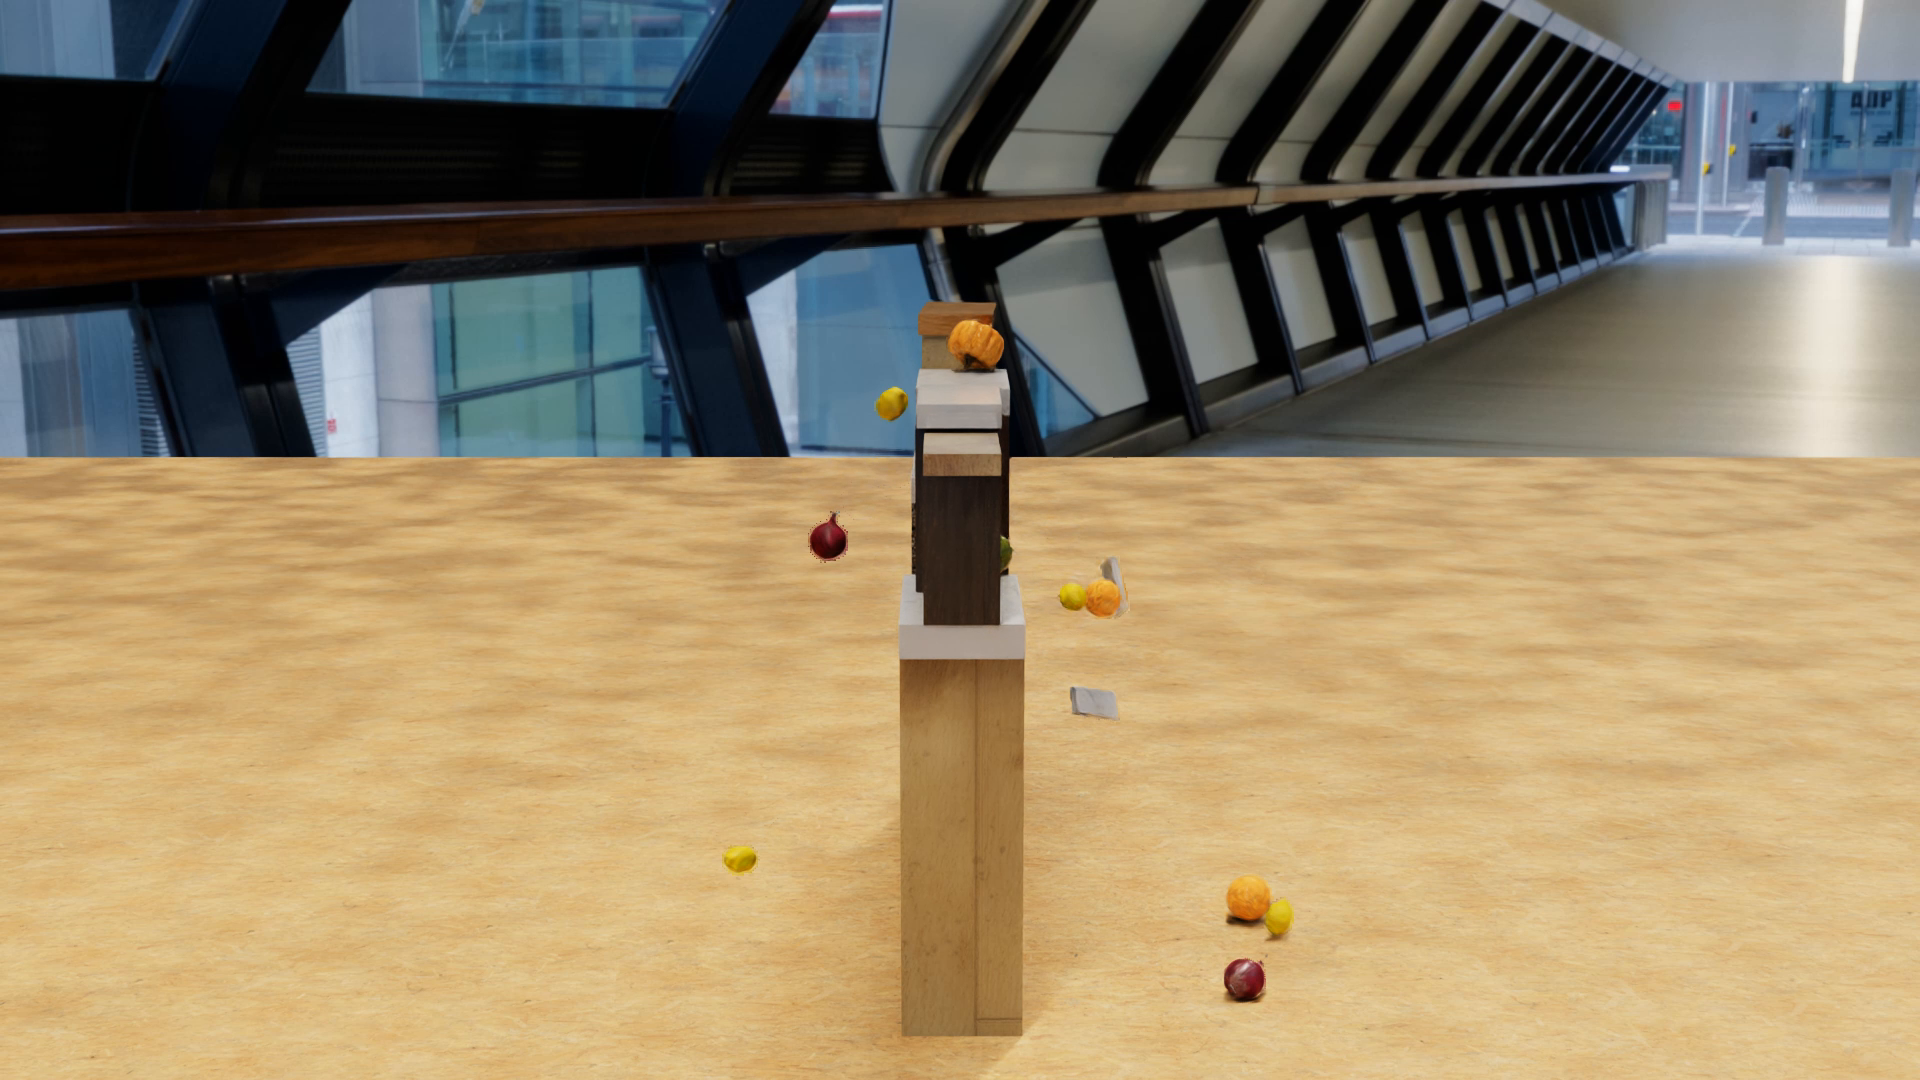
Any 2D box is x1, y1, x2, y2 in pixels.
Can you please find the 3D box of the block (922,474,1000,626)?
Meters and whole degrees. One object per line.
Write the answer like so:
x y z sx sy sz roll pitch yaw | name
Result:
0.002 0.010 2.941 0.103 0.205 0.029 0 11 0 | block

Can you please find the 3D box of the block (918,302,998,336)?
-0.002 -0.380 3.763 0.123 0.035 0.247 1 11 2 | block

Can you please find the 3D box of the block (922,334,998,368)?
-0.002 -0.144 3.691 0.123 0.400 0.035 1 6 4 | block

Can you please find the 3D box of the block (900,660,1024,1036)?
0.003 0.422 3.064 0.170 0.552 0.048 0 10 0 | block

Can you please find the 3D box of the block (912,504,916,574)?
-0.004 0.085 3.840 0.160 0.319 0.045 0 10 0 | block

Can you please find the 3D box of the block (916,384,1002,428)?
-0.001 -0.196 3.206 0.120 0.034 0.239 0 11 0 | block

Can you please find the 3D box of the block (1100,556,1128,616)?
0.297 0.090 4.237 0.015 0.105 0.053 -6 -16 -19 | block

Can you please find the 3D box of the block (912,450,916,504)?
-0.004 -0.113 3.911 0.160 0.045 0.319 0 11 0 | block

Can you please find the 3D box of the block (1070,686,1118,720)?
0.258 0.313 4.223 0.105 0.053 0.015 12 -28 -38 | block

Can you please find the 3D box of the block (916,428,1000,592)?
-0.004 -0.046 3.152 0.120 0.239 0.034 0 10 0 | block

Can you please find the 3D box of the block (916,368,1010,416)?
0.005 -0.235 3.474 0.143 0.041 0.286 0 11 0 | block

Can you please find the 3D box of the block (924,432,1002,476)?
0.002 -0.117 2.987 0.103 0.029 0.205 0 10 0 | block

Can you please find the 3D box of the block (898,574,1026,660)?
0.002 0.106 3.122 0.170 0.048 0.340 0 11 0 | block

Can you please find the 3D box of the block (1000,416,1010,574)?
0.005 -0.056 3.409 0.143 0.286 0.041 0 10 1 | block
